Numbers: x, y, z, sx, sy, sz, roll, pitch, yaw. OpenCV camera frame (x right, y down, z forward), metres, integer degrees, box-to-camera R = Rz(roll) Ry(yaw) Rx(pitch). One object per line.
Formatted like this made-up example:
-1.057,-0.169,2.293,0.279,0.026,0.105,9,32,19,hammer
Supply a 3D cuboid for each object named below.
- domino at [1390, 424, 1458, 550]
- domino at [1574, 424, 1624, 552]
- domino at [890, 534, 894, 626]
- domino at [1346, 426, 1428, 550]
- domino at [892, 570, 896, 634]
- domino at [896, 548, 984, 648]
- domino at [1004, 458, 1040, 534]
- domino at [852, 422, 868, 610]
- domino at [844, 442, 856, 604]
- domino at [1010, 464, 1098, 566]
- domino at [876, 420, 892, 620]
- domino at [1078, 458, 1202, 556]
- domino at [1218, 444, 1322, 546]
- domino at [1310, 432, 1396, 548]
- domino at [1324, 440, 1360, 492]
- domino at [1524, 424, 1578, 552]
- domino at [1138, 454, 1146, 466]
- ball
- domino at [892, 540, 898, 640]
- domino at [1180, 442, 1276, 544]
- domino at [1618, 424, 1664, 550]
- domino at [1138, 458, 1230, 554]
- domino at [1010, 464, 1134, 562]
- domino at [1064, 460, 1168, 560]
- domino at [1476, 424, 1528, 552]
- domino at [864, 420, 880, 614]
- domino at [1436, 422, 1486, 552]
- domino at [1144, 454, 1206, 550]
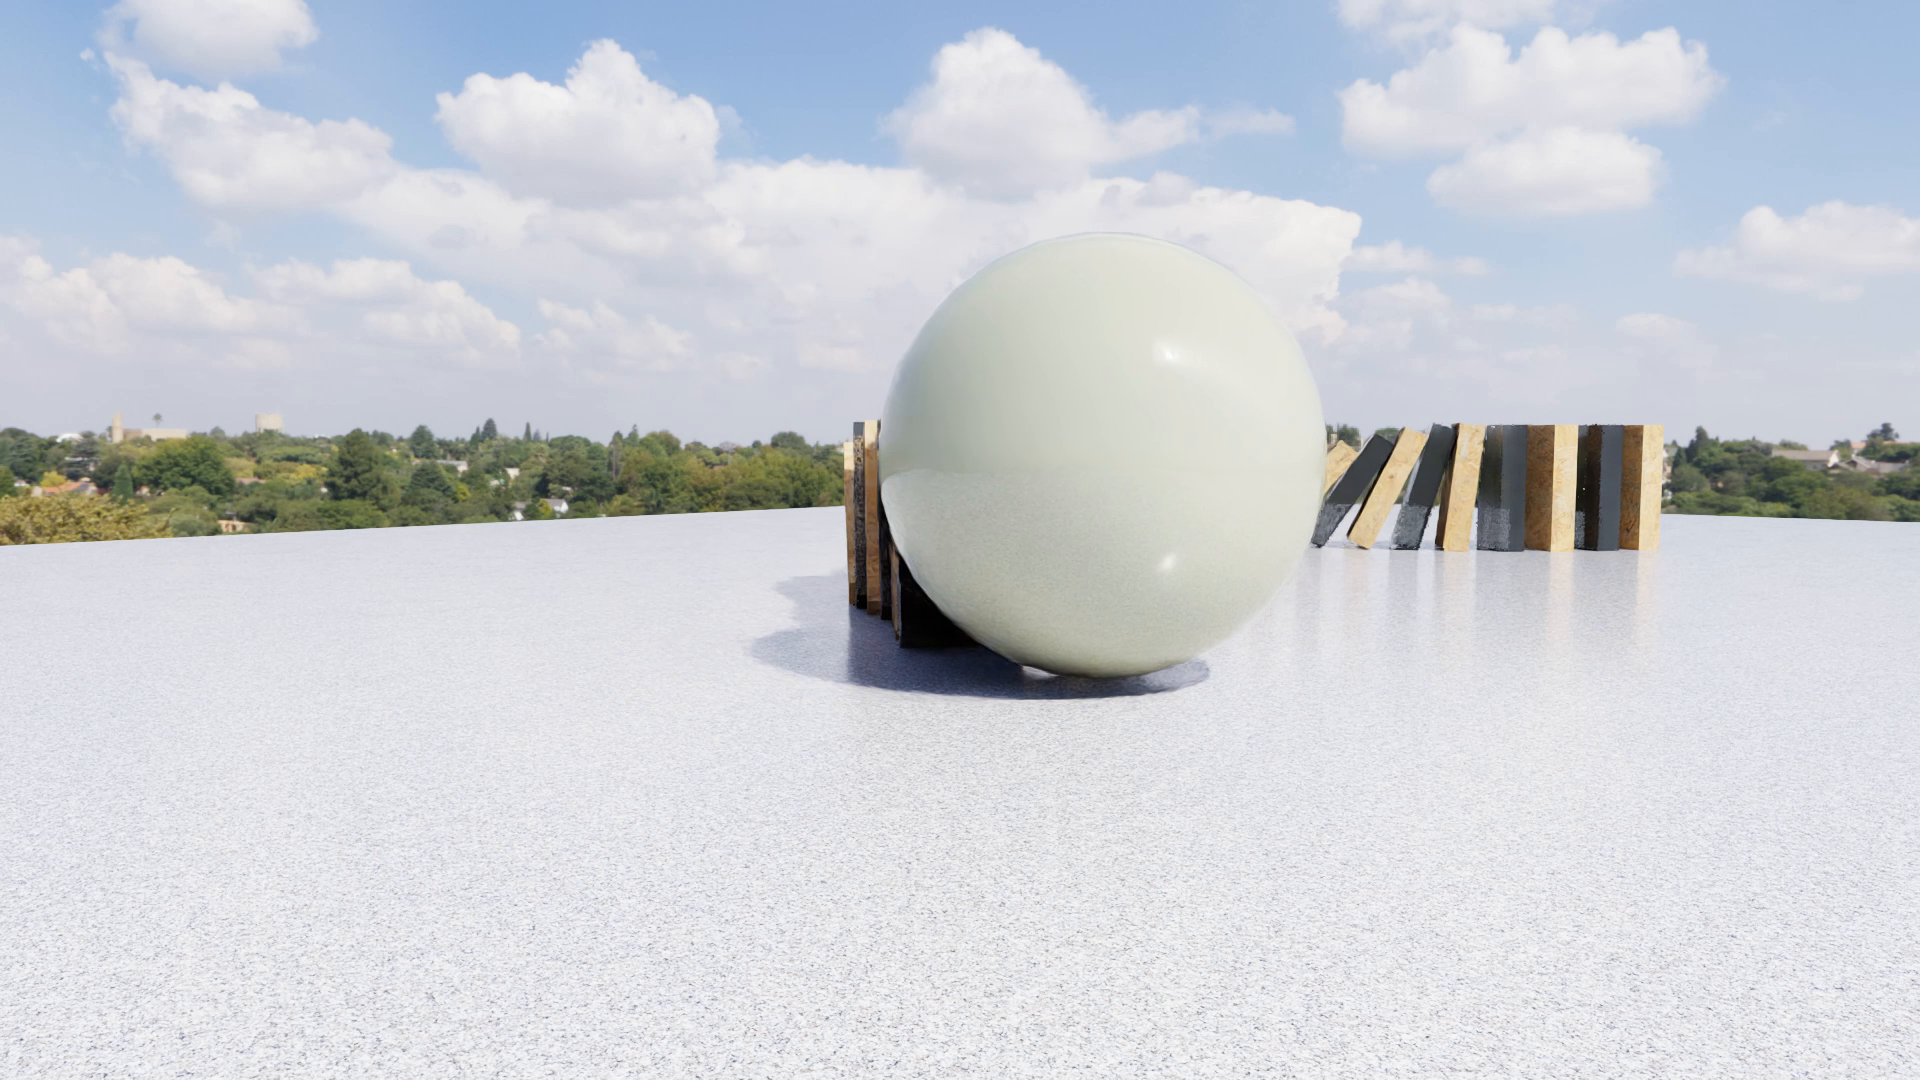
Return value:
0.188,-0.022,0.522,0.010,0.050,0.025,17,8,13,domino
0.255,-0.021,0.520,0.010,0.050,0.025,-1,4,-12,domino
-0.004,-0.005,0.306,0.025,0.050,0.009,0,-24,-6,domino
0.175,-0.022,0.526,0.010,0.050,0.025,27,10,12,domino
-0.003,-0.004,0.295,0.025,0.050,0.009,0,-24,-6,domino
-0.001,-0.002,0.274,0.025,0.050,0.010,0,-24,-6,domino
0.007,-0.011,0.459,0.025,0.010,0.050,1,40,29,domino
-0.015,-0.007,0.338,0.025,0.050,0.010,0,-25,-6,domino
-0.019,-0.006,0.354,0.025,0.050,0.009,-1,-39,-7,domino
0.025,-0.010,0.470,0.025,0.009,0.050,5,39,46,domino
-0.007,-0.006,0.317,0.025,0.050,0.010,0,-24,-6,domino
0.070,-0.013,0.503,0.025,0.010,0.050,6,42,48,domino
0.130,-0.019,0.540,0.010,0.050,0.025,45,11,5,domino
0.160,-0.021,0.530,0.010,0.050,0.025,35,12,10,domino
0.145,-0.020,0.535,0.009,0.050,0.025,42,13,9,domino
0.237,-0.021,0.517,0.010,0.050,0.025,0,4,-5,domino
0.086,-0.018,0.553,0.025,0.010,0.050,2,42,24,domino
0.025,-0.015,0.232,0.080,0.080,0.080,0,4,0,ball
-0.002,-0.003,0.285,0.025,0.050,0.010,0,-24,-6,domino
0.111,-0.021,0.552,0.010,0.050,0.025,44,-11,-17,domino
0.273,-0.022,0.524,0.009,0.050,0.025,-1,4,-13,domino
0.084,-0.014,0.514,0.025,0.009,0.050,7,42,46,domino
0.040,-0.011,0.481,0.025,0.010,0.050,5,39,49,domino
0.055,-0.012,0.493,0.025,0.010,0.050,5,41,49,domino
0.218,-0.021,0.517,0.010,0.050,0.025,0,4,3,domino
-0.011,-0.006,0.327,0.025,0.050,0.009,0,-24,-6,domino
0.202,-0.022,0.519,0.010,0.050,0.025,7,6,13,domino
0.084,-0.017,0.537,0.025,0.009,0.050,4,43,26,domino
